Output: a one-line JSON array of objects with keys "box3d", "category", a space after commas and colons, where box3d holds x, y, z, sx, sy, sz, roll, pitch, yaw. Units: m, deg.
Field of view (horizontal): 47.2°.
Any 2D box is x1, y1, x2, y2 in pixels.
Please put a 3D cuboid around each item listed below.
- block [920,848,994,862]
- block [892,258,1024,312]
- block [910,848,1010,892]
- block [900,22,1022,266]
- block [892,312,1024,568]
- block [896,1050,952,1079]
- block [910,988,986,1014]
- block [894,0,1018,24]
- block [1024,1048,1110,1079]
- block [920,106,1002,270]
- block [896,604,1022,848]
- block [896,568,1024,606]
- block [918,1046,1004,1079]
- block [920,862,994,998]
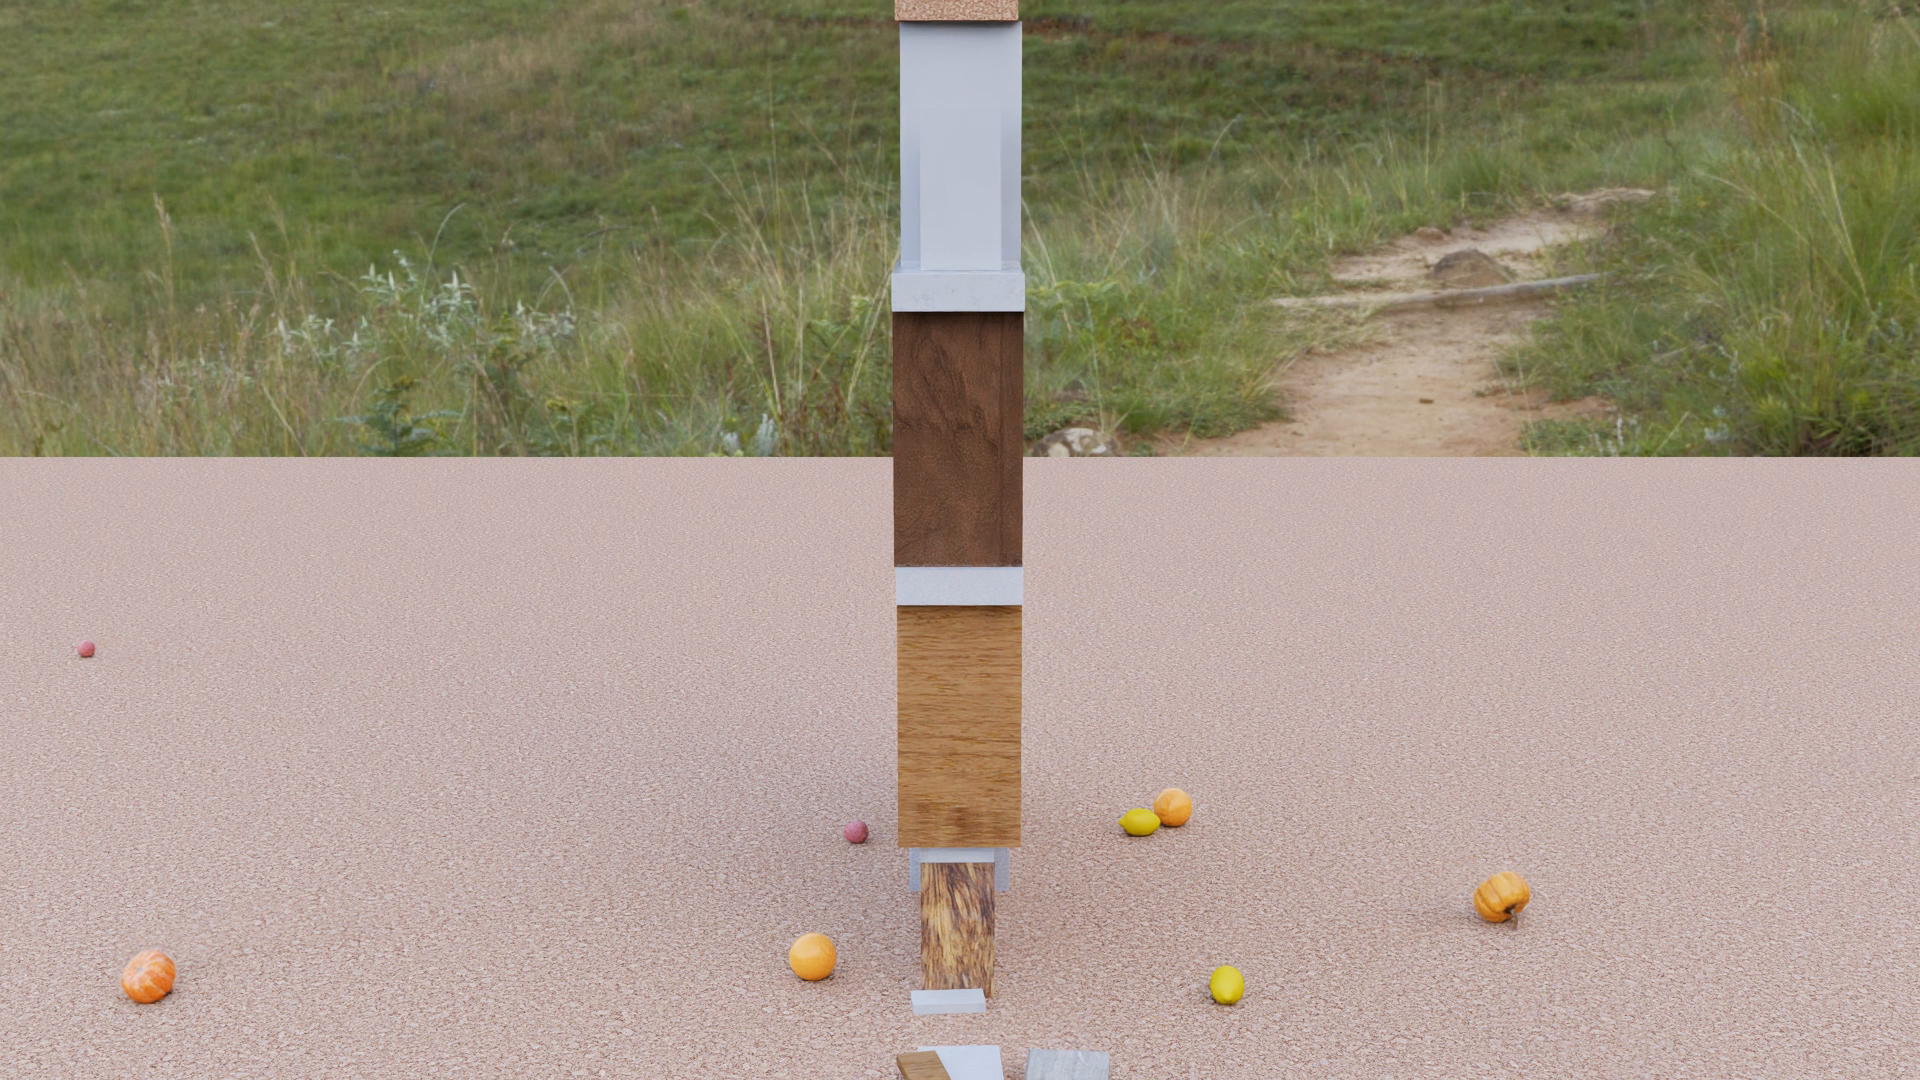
[{"box3d": [-0.005, 0.430, 3.270, 0.108, 0.030, 0.215, 0, 11, -1], "category": "block"}, {"box3d": [-0.003, -0.364, 3.120, 0.178, 0.050, 0.356, 0, 11, 0], "category": "block"}, {"box3d": [-0.001, 0.420, 3.673, 0.167, 0.334, 0.047, 0, 11, 0], "category": "block"}, {"box3d": [0.001, -0.552, 3.075, 0.168, 0.336, 0.048, 0, 11, 0], "category": "block"}, {"box3d": [-0.003, -0.142, 3.040, 0.178, 0.356, 0.050, 0, 11, 0], "category": "block"}, {"box3d": [-0.047, 0.698, 2.877, 0.053, 0.015, 0.105, -3, 11, -13], "category": "block"}, {"box3d": [-0.017, 0.670, 3.195, 0.105, 0.015, 0.053, -1, 11, -5], "category": "block"}, {"box3d": [-0.001, -0.761, 3.153, 0.168, 0.048, 0.336, 0, 11, 1], "category": "block"}, {"box3d": [0.137, 0.724, 2.863, 0.110, 0.031, 0.220, 1, 11, 5], "category": "block"}, {"box3d": [0.002, -0.477, 2.989, 0.110, 0.220, 0.031, 0, 12, 0], "category": "block"}, {"box3d": [-0.001, 0.257, 3.130, 0.176, 0.361, 0.050, 0, 11, 0], "category": "block"}, {"box3d": [-0.001, 0.033, 3.207, 0.176, 0.050, 0.351, 0, 11, 0], "category": "block"}, {"box3d": [0.026, 0.818, 2.355, 0.110, 0.031, 1.283, 0, 11, -2], "category": "block"}, {"box3d": [-0.003, 0.564, 3.222, 0.108, 0.215, 0.030, 0, 11, 0], "category": "block"}]
